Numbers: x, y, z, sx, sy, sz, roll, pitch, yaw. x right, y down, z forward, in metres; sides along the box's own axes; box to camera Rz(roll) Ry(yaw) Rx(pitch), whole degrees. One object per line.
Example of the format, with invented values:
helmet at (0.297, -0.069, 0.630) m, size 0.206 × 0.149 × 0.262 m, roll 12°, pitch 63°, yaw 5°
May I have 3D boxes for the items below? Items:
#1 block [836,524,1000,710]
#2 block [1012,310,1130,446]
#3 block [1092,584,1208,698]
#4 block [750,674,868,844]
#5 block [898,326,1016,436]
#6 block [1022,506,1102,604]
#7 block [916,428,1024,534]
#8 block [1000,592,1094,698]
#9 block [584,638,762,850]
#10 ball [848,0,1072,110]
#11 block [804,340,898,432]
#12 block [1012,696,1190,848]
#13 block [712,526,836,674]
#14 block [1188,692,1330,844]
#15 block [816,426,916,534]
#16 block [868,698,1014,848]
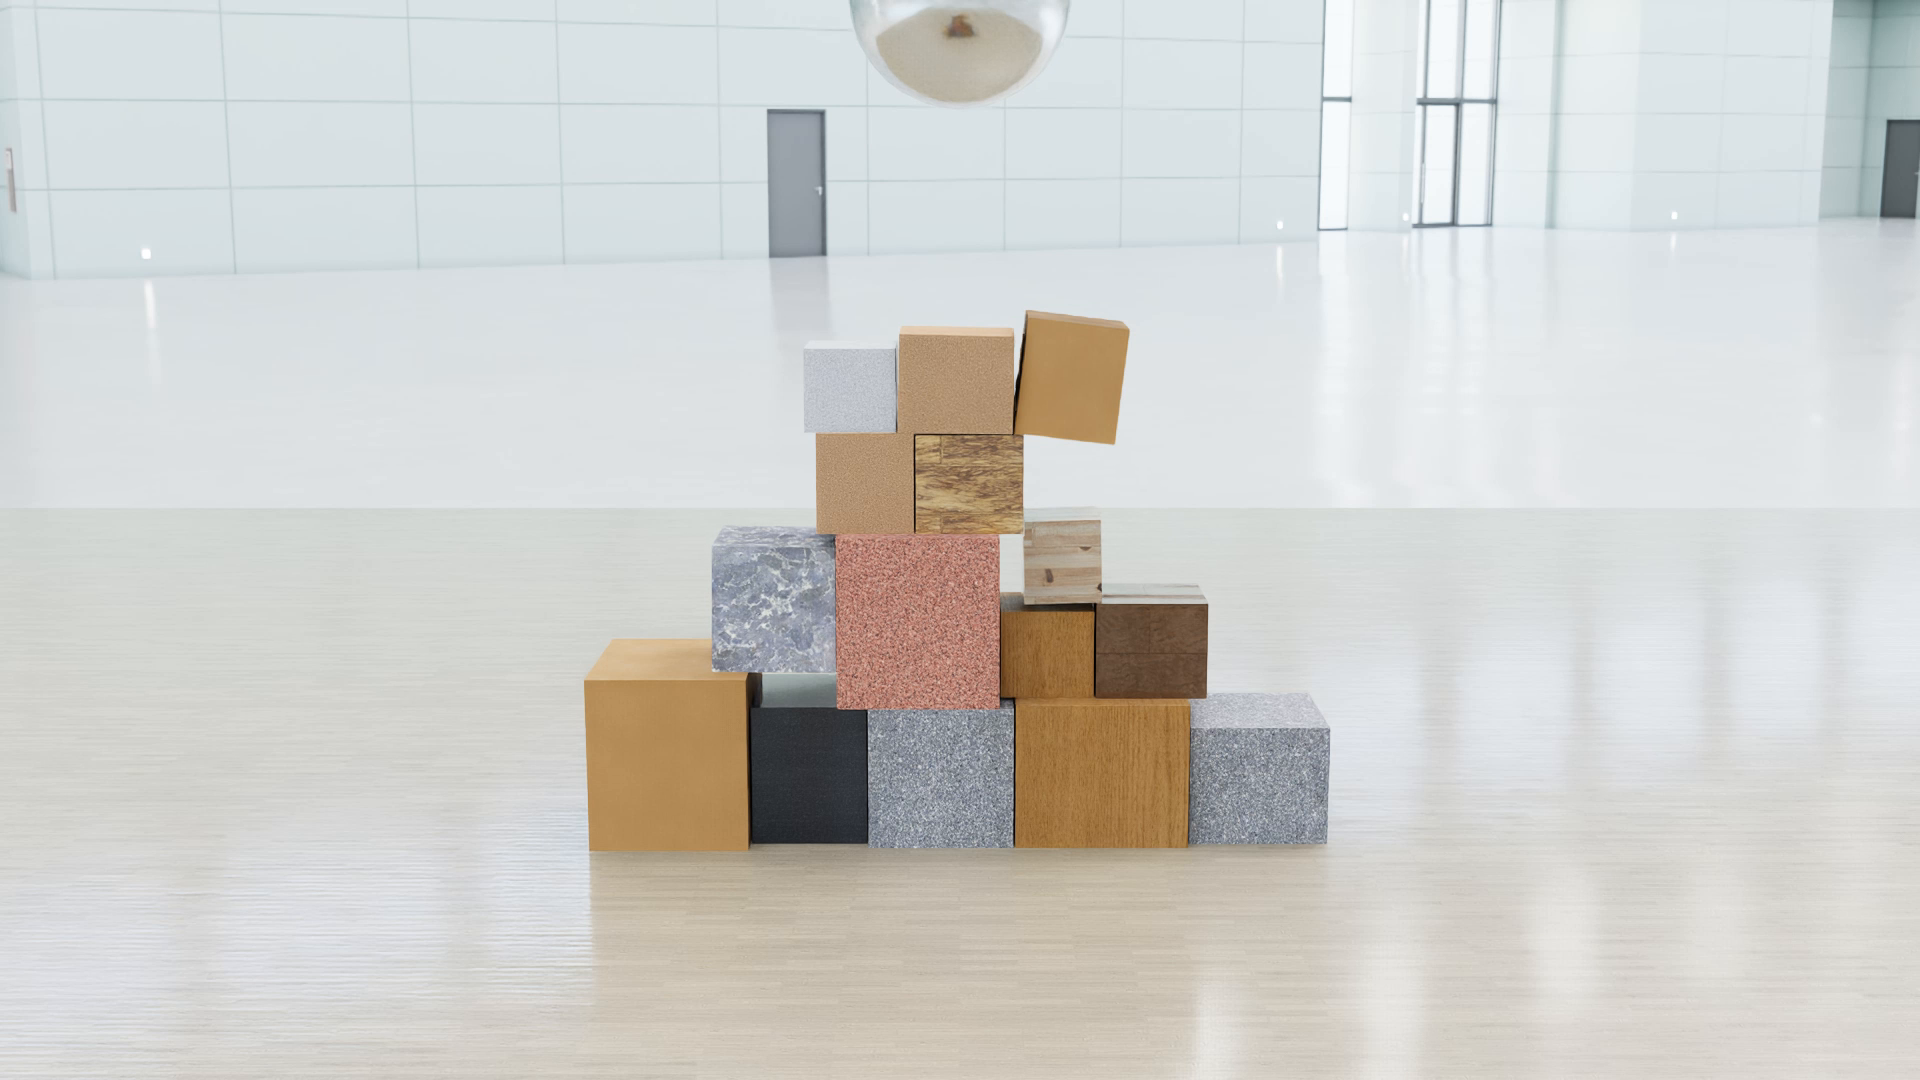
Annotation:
block at (-0.208, 0.347, 11.242) m, size 0.807 × 0.863 × 0.782 m, roll 0°, pitch 10°, yaw 0°
block at (0.549, -0.822, 11.047) m, size 0.501 × 0.575 × 0.499 m, roll 7°, pitch 10°, yaw -1°
block at (0.962, 0.512, 11.274) m, size 0.558 × 0.487 × 0.516 m, roll 0°, pitch 10°, yaw 0°
block at (-0.759, 1.124, 11.403) m, size 0.580 × 0.709 × 0.701 m, roll 0°, pitch 10°, yaw 0°
block at (-0.019, -0.805, 11.021) m, size 0.566 × 0.487 × 0.509 m, roll 1°, pitch 10°, yaw 0°
block at (0.513, 0.073, 11.177) m, size 0.387 × 0.419 × 0.416 m, roll -1°, pitch 10°, yaw 0°
block at (0.047, -0.321, 11.127) m, size 0.533 × 0.492 × 0.552 m, roll 0°, pitch 10°, yaw 0°
block at (0.439, 0.533, 11.292) m, size 0.467 × 0.440 × 0.500 m, roll 0°, pitch 10°, yaw 0°
block at (-1.457, 1.042, 11.378) m, size 0.797 × 0.879 × 0.917 m, roll 0°, pitch 10°, yaw 0°
ball at (0.000, -3.891, 15.712) m, size 1.600 × 1.600 × 1.600 m, roll 0°, pitch 10°, yaw 0°
block at (-0.543, -0.774, 11.036) m, size 0.451 × 0.414 × 0.454 m, roll 0°, pitch 10°, yaw 0°
block at (0.711, 1.111, 11.397) m, size 0.868 × 0.736 × 0.837 m, roll 0°, pitch 10°, yaw 0°
block at (-0.926, 0.296, 11.247) m, size 0.620 × 0.639 × 0.599 m, roll 1°, pitch 10°, yaw 0°
block at (1.505, 1.176, 11.411) m, size 0.700 × 0.604 × 0.713 m, roll 0°, pitch 10°, yaw 0°
block at (-0.470, -0.321, 11.103) m, size 0.482 × 0.502 × 0.493 m, roll 0°, pitch 10°, yaw 0°
block at (-0.096, 1.127, 11.366) m, size 0.726 × 0.716 × 0.772 m, roll 0°, pitch 10°, yaw 0°
